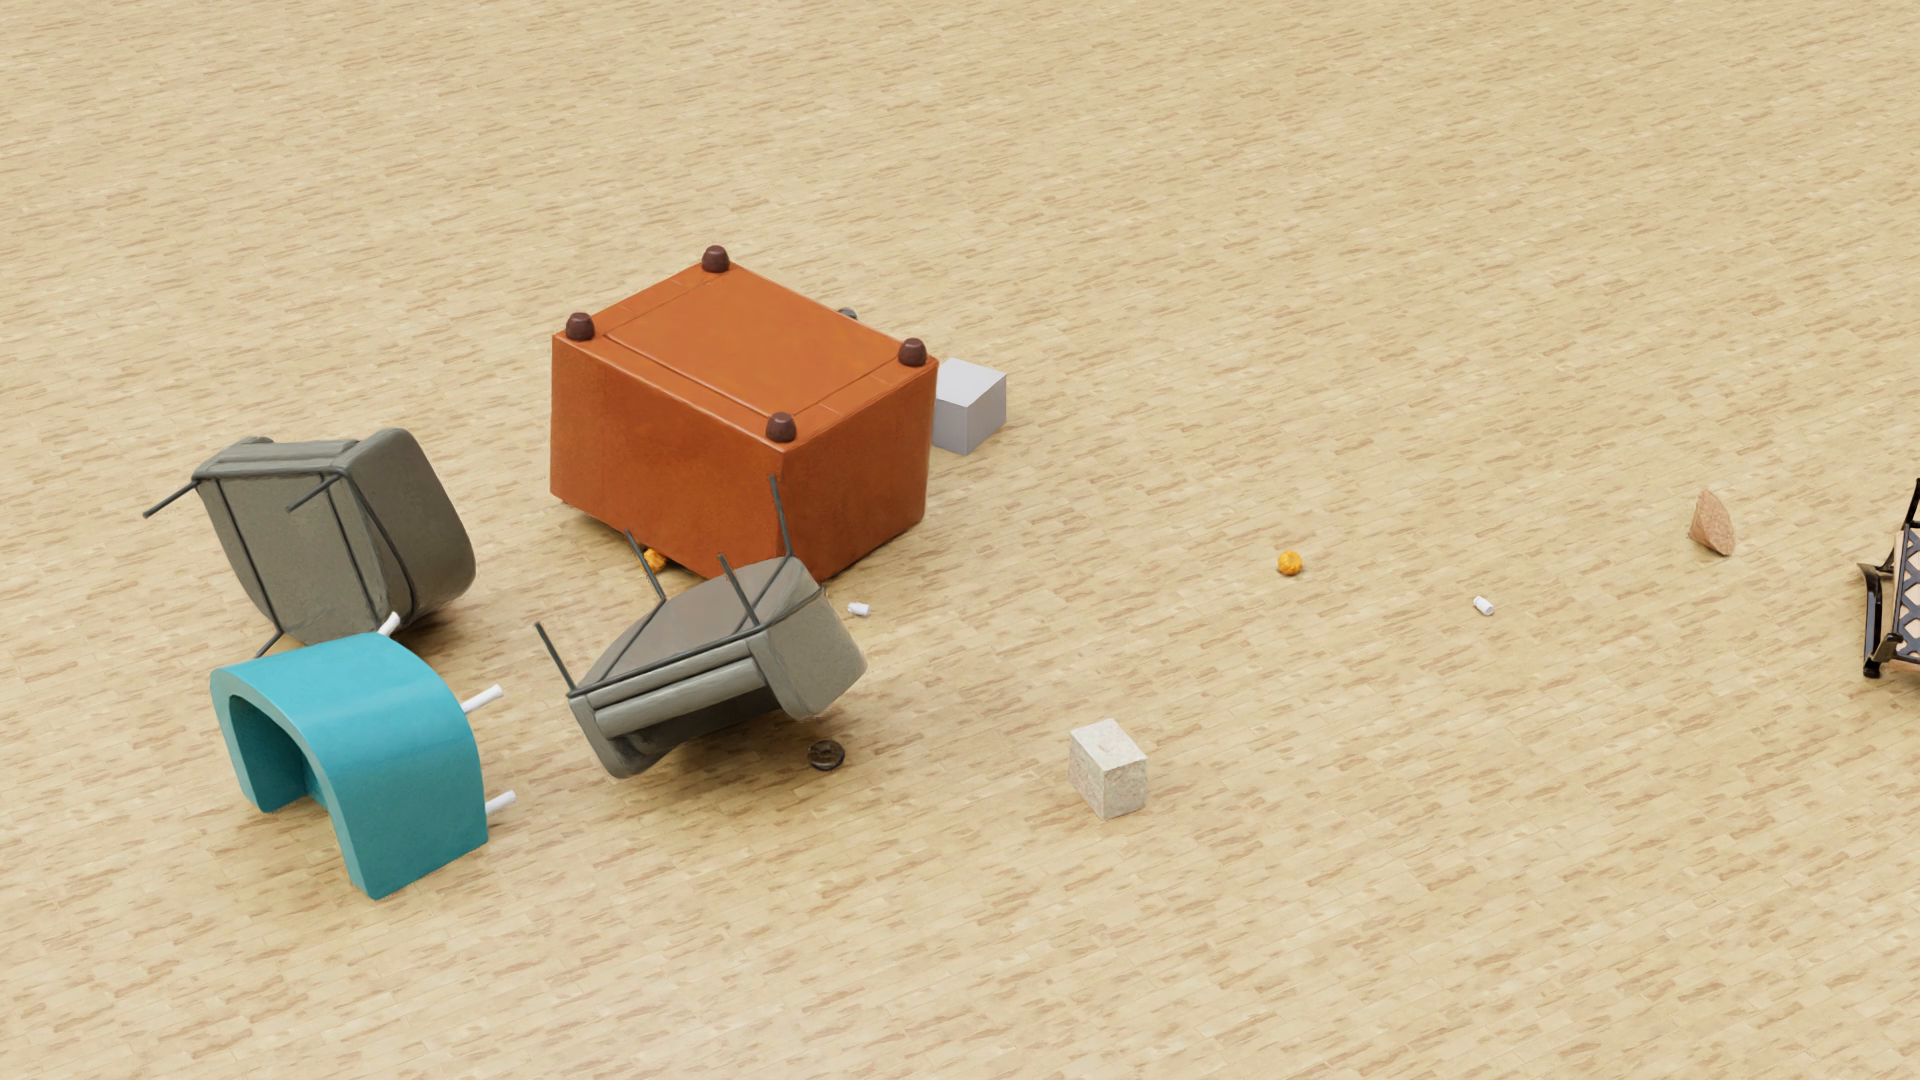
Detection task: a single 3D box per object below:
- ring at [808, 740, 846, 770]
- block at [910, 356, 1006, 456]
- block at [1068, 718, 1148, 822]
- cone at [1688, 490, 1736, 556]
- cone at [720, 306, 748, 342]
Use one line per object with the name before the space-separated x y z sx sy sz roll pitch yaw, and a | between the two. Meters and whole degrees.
ring | -0.448 0.720 9.816 0.128 0.039 0.148 3 34 6
block | -0.004 -0.527 11.541 0.255 0.223 0.303 18 38 26
block | 0.484 0.752 9.615 0.159 0.206 0.238 -15 36 -21
cone | 2.766 -0.039 10.925 0.126 0.230 0.302 -33 31 36
cone | -0.917 -0.890 12.244 0.090 0.143 0.179 23 22 -51
